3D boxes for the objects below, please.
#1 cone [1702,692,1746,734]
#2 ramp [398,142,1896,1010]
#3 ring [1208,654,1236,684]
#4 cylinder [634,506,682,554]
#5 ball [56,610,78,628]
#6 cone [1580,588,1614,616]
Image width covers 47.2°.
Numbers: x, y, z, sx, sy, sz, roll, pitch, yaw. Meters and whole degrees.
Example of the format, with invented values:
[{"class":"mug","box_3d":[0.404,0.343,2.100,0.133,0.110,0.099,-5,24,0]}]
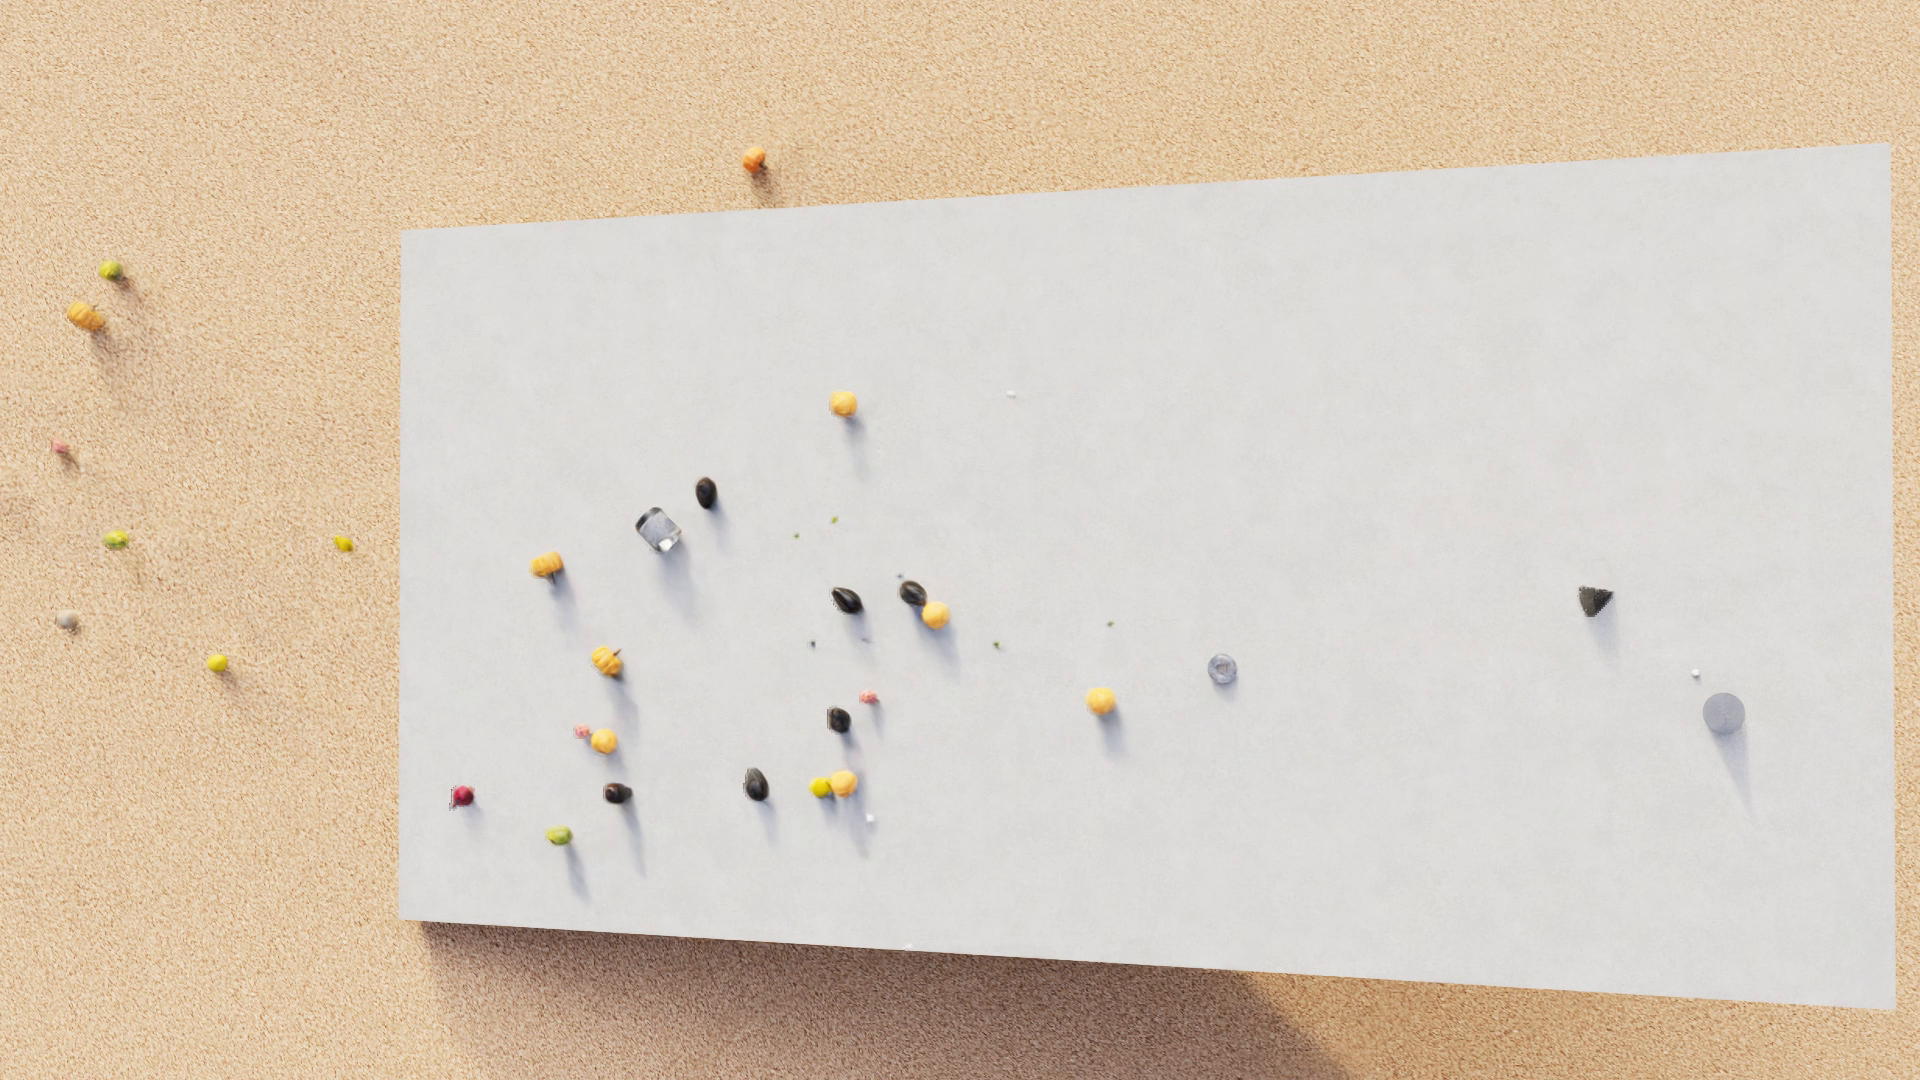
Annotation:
[{"class":"cone","box_3d":[1.786,0.407,5.141,0.096,0.096,0.096,0,89,19]},{"class":"ramp","box_3d":[0.279,0.091,5.774,4.000,0.100,2.000,0,89,19]},{"class":"ring","box_3d":[0.664,0.326,5.571,0.076,0.025,0.076,-1,88,19]},{"class":"cylinder","box_3d":[-0.832,-0.028,6.061,0.091,0.091,0.091,-43,76,-1]},{"class":"ball","box_3d":[-2.619,0.231,6.449,0.056,0.056,0.056,0,89,0]},{"class":"cone","box_3d":[1.534,0.135,5.266,0.076,0.076,0.076,-23,89,7]}]
